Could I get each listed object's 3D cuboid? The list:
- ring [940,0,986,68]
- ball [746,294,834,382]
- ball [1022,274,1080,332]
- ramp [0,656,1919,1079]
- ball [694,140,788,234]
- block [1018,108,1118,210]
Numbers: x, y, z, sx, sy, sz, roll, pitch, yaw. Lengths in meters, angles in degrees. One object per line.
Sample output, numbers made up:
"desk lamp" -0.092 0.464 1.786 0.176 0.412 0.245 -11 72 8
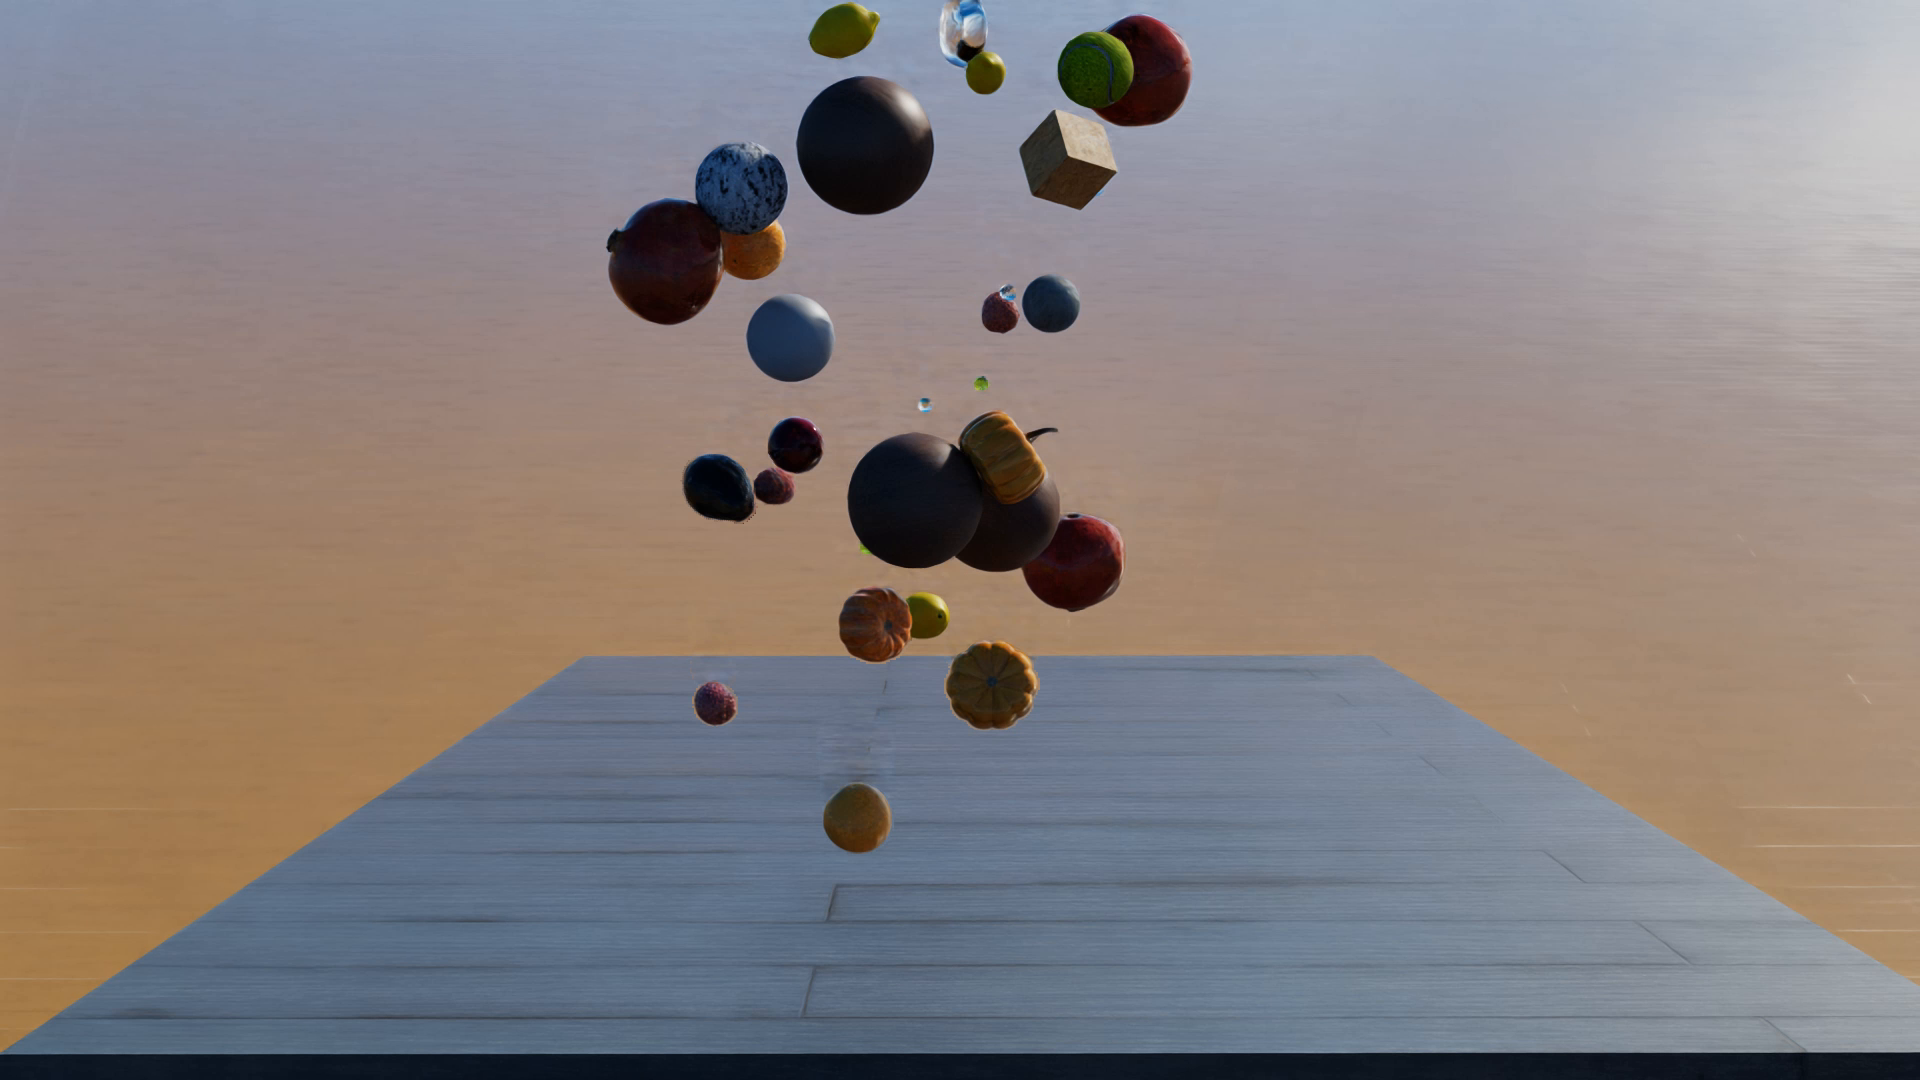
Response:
"ring" 0.003 -0.547 2.757 0.027 0.080 0.080 -3 20 -28
"ball" -0.164 -0.195 2.484 0.085 0.085 0.085 0 21 0
"ball" 0.097 -0.251 2.730 0.062 0.062 0.062 0 21 0
"ramp" 0.050 0.449 4.532 2.000 0.100 4.000 0 3 0
"ball" -0.206 -0.332 2.424 0.088 0.088 0.088 0 21 0
"block" 0.115 -0.407 2.753 0.067 0.067 0.067 11 51 -34
